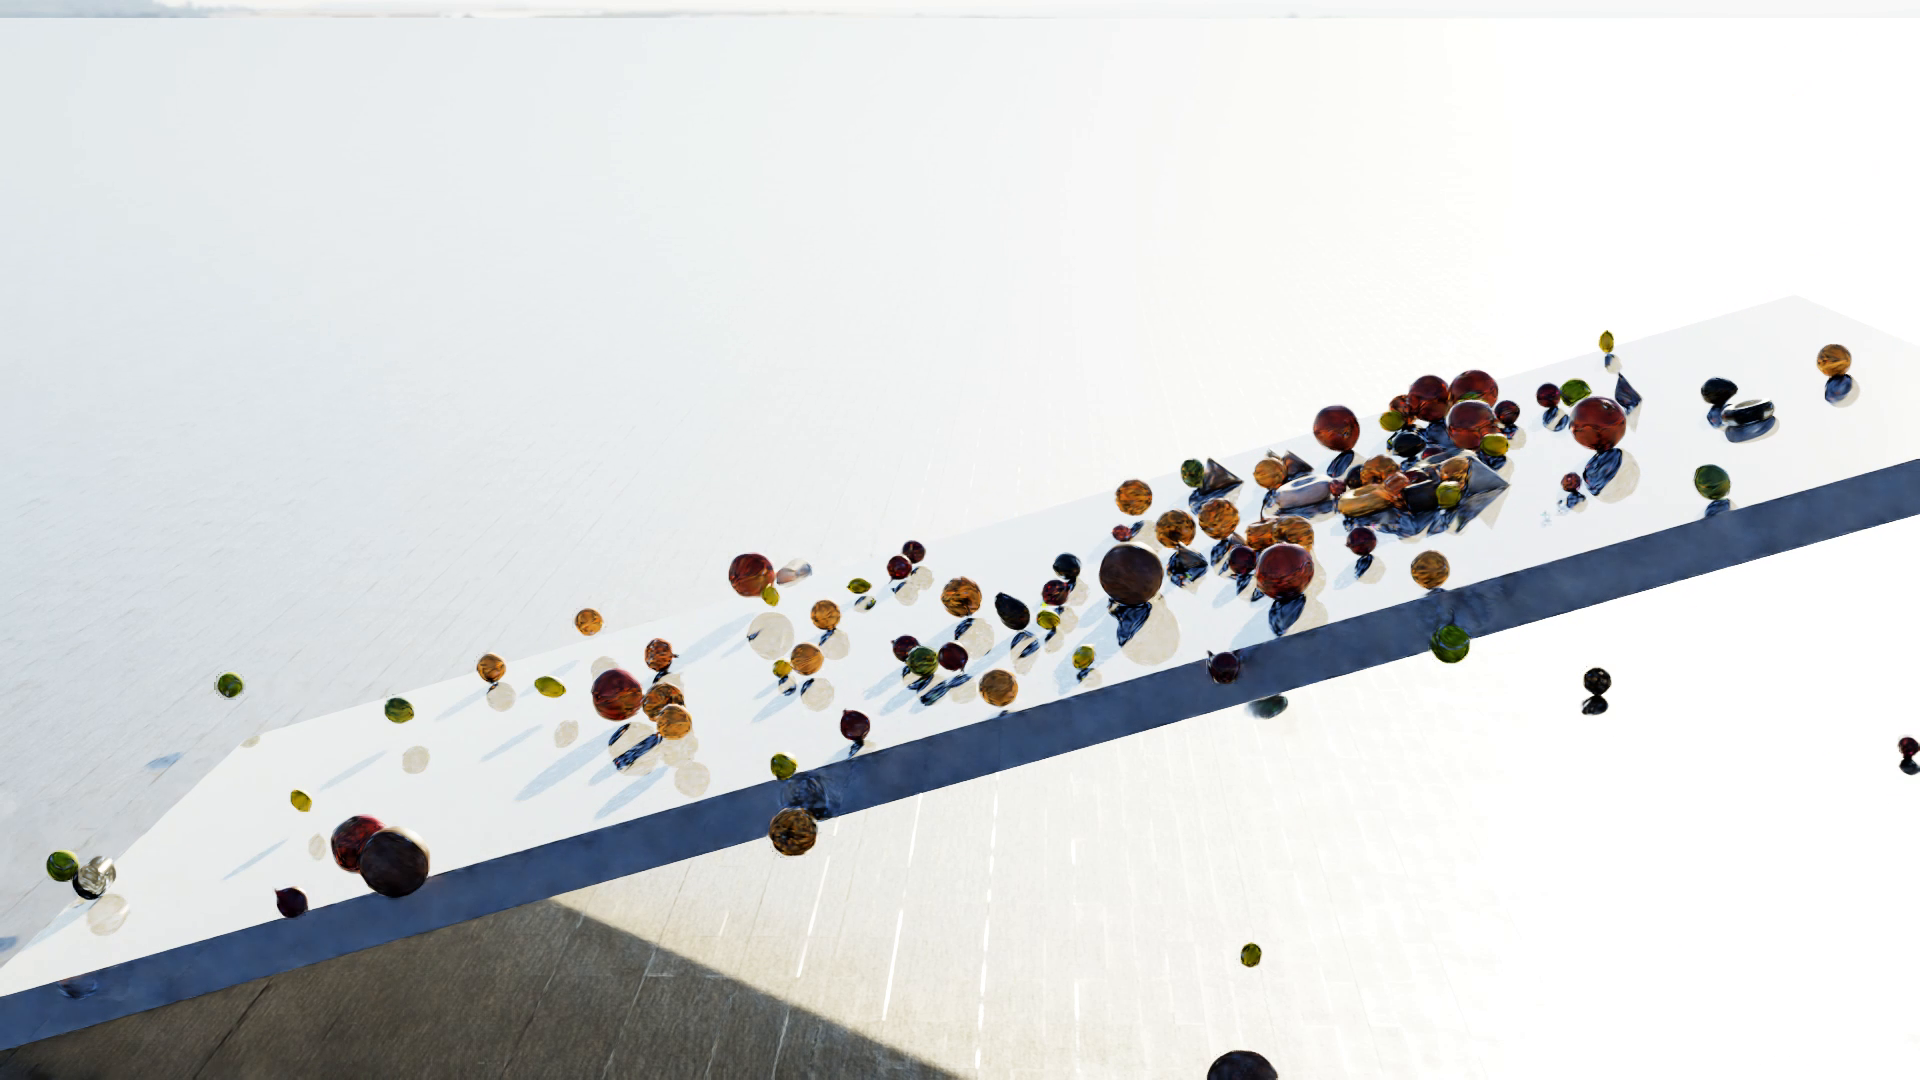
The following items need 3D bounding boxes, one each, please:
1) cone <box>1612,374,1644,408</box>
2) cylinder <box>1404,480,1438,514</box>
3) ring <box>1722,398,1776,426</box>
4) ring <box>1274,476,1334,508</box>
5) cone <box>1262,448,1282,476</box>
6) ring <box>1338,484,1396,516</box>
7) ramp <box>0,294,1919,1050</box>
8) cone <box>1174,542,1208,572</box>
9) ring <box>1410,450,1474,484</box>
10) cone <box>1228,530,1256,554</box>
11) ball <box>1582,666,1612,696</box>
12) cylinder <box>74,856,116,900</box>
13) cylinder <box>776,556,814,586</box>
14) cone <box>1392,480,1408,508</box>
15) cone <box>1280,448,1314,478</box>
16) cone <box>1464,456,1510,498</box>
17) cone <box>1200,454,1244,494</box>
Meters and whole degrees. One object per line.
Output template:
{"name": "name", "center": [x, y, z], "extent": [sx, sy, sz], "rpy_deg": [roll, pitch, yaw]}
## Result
{"name": "cone", "center": [1.449, -0.333, 6.424], "extent": [0.071, 0.071, 0.071], "rpy_deg": [-16, 10, 3]}
{"name": "cylinder", "center": [0.935, -0.087, 5.968], "extent": [0.056, 0.056, 0.056], "rpy_deg": [-16, 11, 1]}
{"name": "ring", "center": [1.577, -0.256, 5.885], "extent": [0.109, 0.036, 0.109], "rpy_deg": [-16, 9, 3]}
{"name": "ring", "center": [0.750, -0.105, 6.407], "extent": [0.134, 0.045, 0.134], "rpy_deg": [-18, 10, 3]}
{"name": "cone", "center": [0.748, -0.176, 6.843], "extent": [0.069, 0.069, 0.069], "rpy_deg": [9, 10, -8]}
{"name": "ring", "center": [0.849, -0.083, 6.130], "extent": [0.126, 0.042, 0.126], "rpy_deg": [-18, 10, 3]}
{"name": "ramp", "center": [0.091, 0.187, 6.319], "extent": [4.000, 0.100, 2.000], "rpy_deg": [-16, 10, 5]}
{"name": "cone", "center": [0.483, 0.042, 6.088], "extent": [0.065, 0.065, 0.065], "rpy_deg": [11, 12, 4]}
{"name": "ring", "center": [1.018, -0.149, 6.190], "extent": [0.149, 0.050, 0.149], "rpy_deg": [-17, 11, 3]}
{"name": "cone", "center": [0.590, 0.011, 6.098], "extent": [0.052, 0.052, 0.052], "rpy_deg": [15, 15, 17]}
{"name": "ball", "center": [1.796, 0.397, 8.290], "extent": [0.085, 0.085, 0.085], "rpy_deg": [0, 11, 0]}
{"name": "cylinder", "center": [-1.792, 0.700, 6.091], "extent": [0.072, 0.072, 0.072], "rpy_deg": [-1, 16, -4]}
{"name": "cylinder", "center": [-0.419, 0.090, 7.450], "extent": [0.070, 0.070, 0.070], "rpy_deg": [6, 32, 30]}
{"name": "cone", "center": [0.913, -0.100, 6.087], "extent": [0.052, 0.052, 0.052], "rpy_deg": [-16, 10, 3]}
{"name": "cone", "center": [0.781, -0.171, 6.759], "extent": [0.072, 0.072, 0.072], "rpy_deg": [9, 10, -5]}
{"name": "cone", "center": [1.075, -0.120, 5.963], "extent": [0.089, 0.089, 0.089], "rpy_deg": [11, 11, 3]}
{"name": "cone", "center": [0.617, -0.145, 6.855], "extent": [0.096, 0.096, 0.096], "rpy_deg": [11, 12, 6]}
